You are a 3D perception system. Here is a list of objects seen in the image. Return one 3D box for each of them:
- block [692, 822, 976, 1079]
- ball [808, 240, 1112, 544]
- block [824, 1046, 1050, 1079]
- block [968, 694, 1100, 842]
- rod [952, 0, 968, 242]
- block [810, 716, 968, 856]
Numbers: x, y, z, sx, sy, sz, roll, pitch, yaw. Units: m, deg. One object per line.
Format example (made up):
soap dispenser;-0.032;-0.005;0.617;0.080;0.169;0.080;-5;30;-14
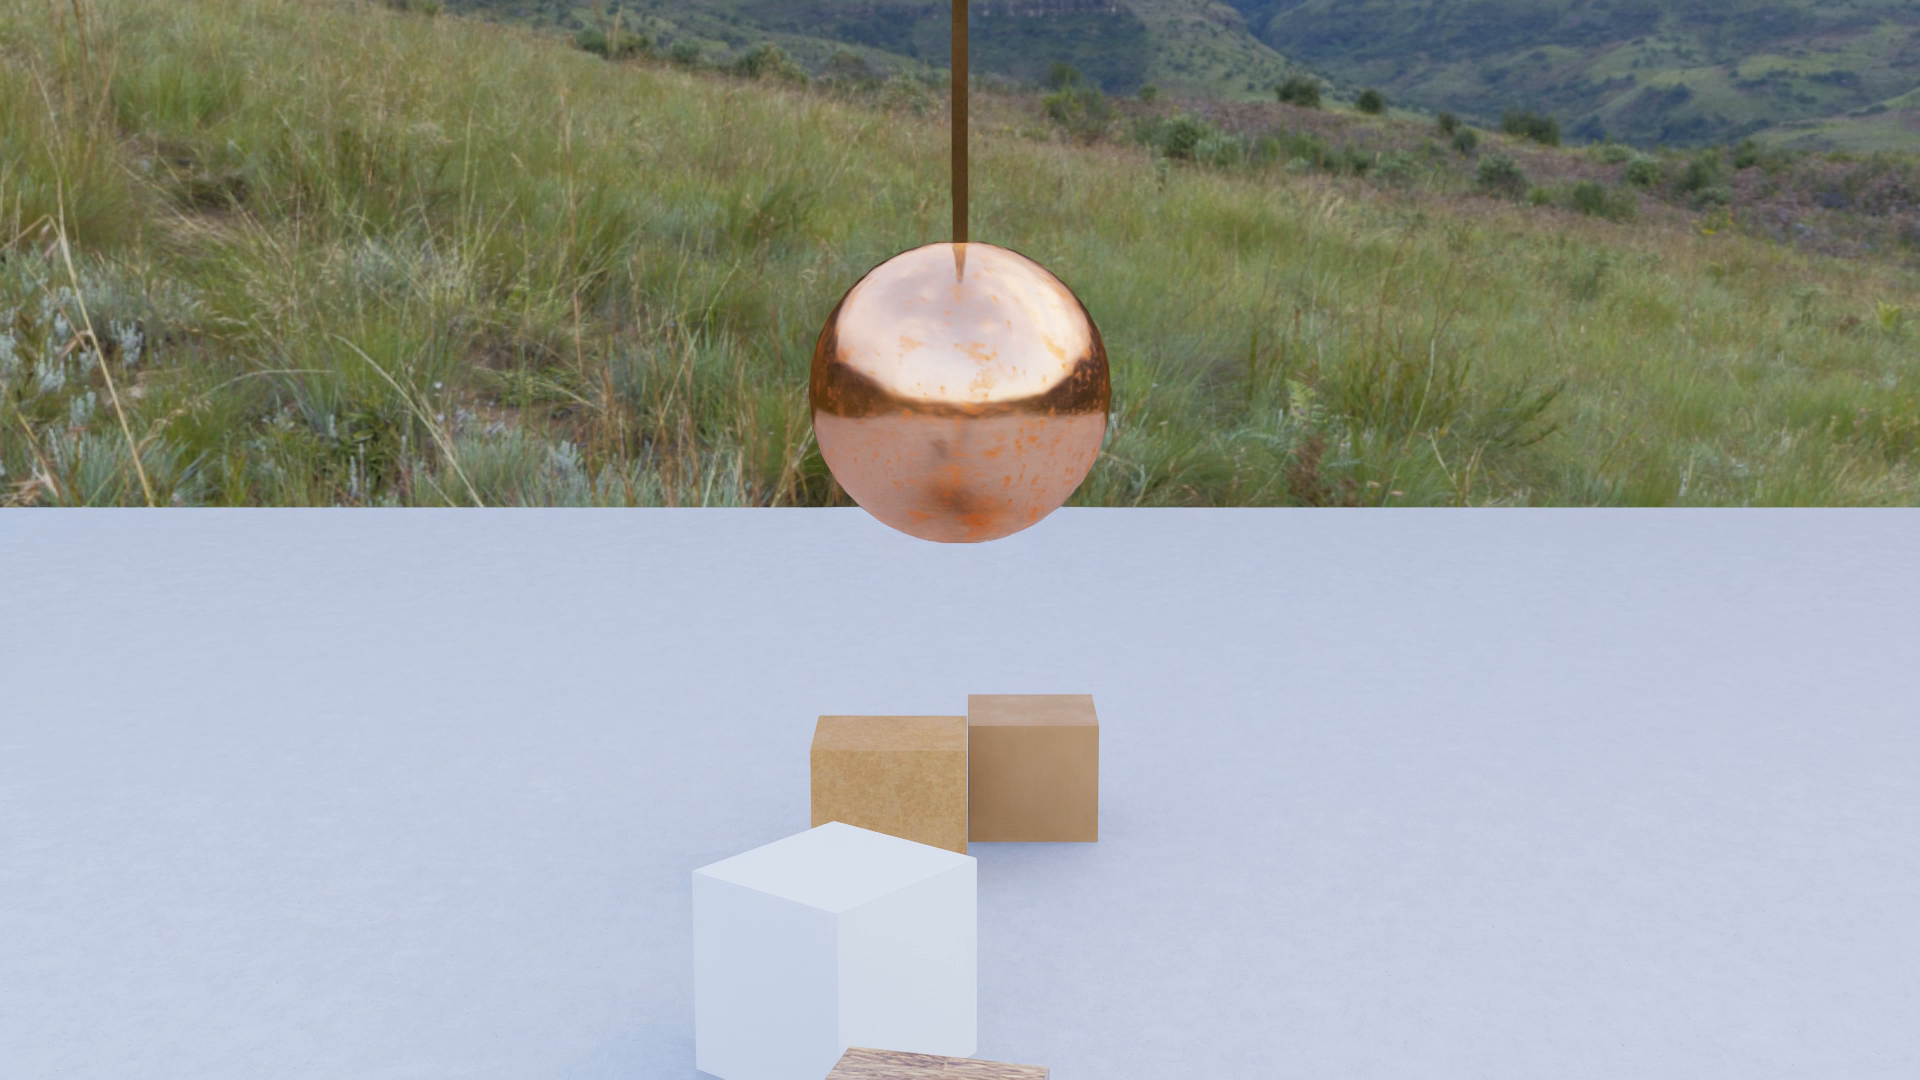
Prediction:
block;-0.473;1.623;8.428;0.739;0.792;0.793;8;13;38
ball;0.000;-0.777;11.608;1.600;1.600;1.600;0;10;0
block;-0.107;1.998;6.603;0.640;0.707;0.576;3;11;14
block;0.371;1.174;11.406;0.656;0.608;0.642;0;10;0
rod;0.000;-4.051;10.690;0.080;5.200;0.080;0;16;0
block;-0.332;1.270;10.625;0.732;0.701;0.633;0;10;0
